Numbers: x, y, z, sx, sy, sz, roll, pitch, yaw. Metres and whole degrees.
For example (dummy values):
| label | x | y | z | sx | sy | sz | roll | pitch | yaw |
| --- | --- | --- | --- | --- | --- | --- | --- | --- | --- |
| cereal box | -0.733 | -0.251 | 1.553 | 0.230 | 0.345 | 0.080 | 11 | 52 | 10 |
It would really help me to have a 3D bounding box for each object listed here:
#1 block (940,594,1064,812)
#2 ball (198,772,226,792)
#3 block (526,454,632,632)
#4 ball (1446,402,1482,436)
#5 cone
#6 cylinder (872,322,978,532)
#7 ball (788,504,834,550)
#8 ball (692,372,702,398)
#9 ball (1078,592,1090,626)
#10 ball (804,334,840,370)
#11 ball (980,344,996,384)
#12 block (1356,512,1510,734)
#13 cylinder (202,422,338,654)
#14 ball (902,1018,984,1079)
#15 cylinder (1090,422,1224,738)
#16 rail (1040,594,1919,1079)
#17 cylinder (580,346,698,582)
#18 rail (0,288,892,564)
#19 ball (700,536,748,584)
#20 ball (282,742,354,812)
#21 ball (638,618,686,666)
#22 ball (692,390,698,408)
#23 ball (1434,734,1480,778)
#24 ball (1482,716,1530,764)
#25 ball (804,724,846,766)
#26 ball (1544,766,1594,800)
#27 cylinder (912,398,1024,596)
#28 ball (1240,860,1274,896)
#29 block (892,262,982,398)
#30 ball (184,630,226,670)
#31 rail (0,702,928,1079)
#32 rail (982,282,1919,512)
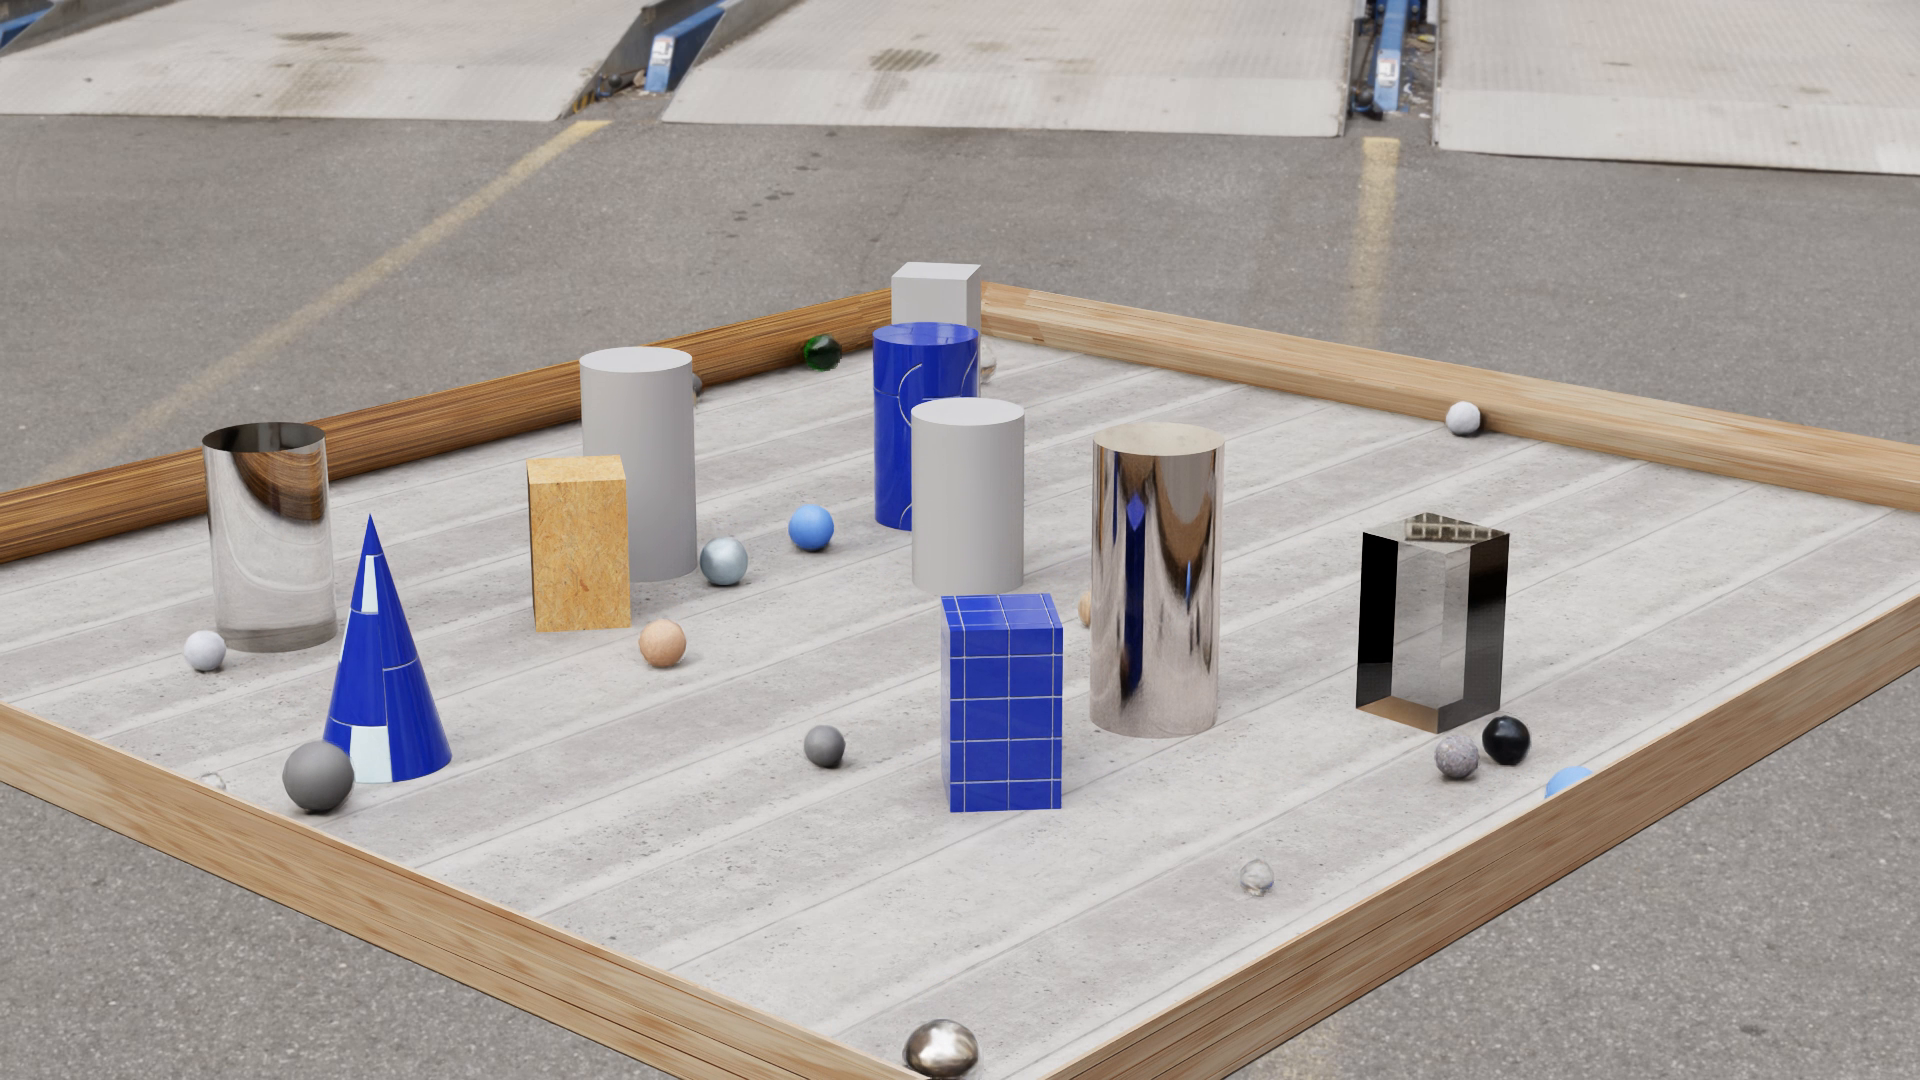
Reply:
| label | x | y | z | sx | sy | sz | roll | pitch | yaw |
| --- | --- | --- | --- | --- | --- | --- | --- | --- | --- |
| block | 0.058 | 0.232 | 4.211 | 0.159 | 0.272 | 0.159 | -1 | 17 | -5 |
| ball | -1.075 | 0.354 | 4.206 | 0.041 | 0.041 | 0.041 | 0 | 17 | 0 |
| block | -0.649 | 0.005 | 4.987 | 0.159 | 0.260 | 0.159 | -3 | 17 | -10 |
| ball | 1.062 | -0.255 | 6.178 | 0.072 | 0.072 | 0.072 | 0 | 17 | 0 |
| cone | -0.857 | 0.143 | 4.315 | 0.199 | 0.384 | 0.199 | 0 | 17 | 0 |
| cylinder | -0.064 | -0.216 | 5.549 | 0.199 | 0.358 | 0.199 | 0 | 17 | 0 |
| ball | -0.274 | -0.023 | 5.385 | 0.084 | 0.084 | 0.084 | 0 | 17 | 0 |
| ball | -0.602 | -0.336 | 6.442 | 0.073 | 0.073 | 0.073 | 0 | 17 | 0 |
| ball | 0.230 | 0.116 | 4.957 | 0.065 | 0.065 | 0.065 | 0 | 17 | 0 |
| ball | -0.317 | -0.432 | 6.745 | 0.082 | 0.082 | 0.082 | 0 | 17 | 0 |
| ball | 0.037 | -0.398 | 6.617 | 0.092 | 0.092 | 0.092 | 0 | 17 | 0 |
| block | 0.730 | 0.126 | 4.535 | 0.159 | 0.288 | 0.159 | -15 | 23 | -41 |
| cylinder | -1.147 | -0.006 | 4.880 | 0.199 | 0.342 | 0.199 | 0 | 17 | 0 |
| ball | -0.020 | 0.591 | 3.331 | 0.093 | 0.093 | 0.093 | 0 | 17 | 0 |
| cylinder | 0.300 | 0.060 | 4.483 | 0.199 | 0.445 | 0.199 | 0 | 17 | 0 |
| rail | 1.062 | 0.298 | 4.237 | 0.045 | 0.129 | 3.192 | 14 | 22 | 39 |
| cylinder | -0.574 | -0.136 | 5.244 | 0.199 | 0.383 | 0.199 | 0 | 17 | 0 |
| rail | -1.062 | -0.234 | 6.003 | 0.045 | 0.129 | 3.192 | 14 | 22 | 39 |
| ball | -0.417 | 0.036 | 5.185 | 0.086 | 0.086 | 0.086 | 0 | 17 | 0 |
| ball | -0.912 | 0.336 | 4.168 | 0.099 | 0.099 | 0.099 | 0 | 17 | 0 |
| ball | -0.483 | 0.167 | 4.767 | 0.077 | 0.077 | 0.077 | 0 | 17 | 0 |
| ball | -0.602 | -0.304 | 6.349 | 0.066 | 0.066 | 0.066 | 0 | 17 | 0 |
| ball | 0.727 | 0.317 | 4.290 | 0.064 | 0.064 | 0.064 | 0 | 17 | 0 |
| ball | 0.810 | 0.296 | 4.350 | 0.071 | 0.071 | 0.071 | 0 | 17 | 0 |
| ball | -0.200 | 0.304 | 4.338 | 0.062 | 0.062 | 0.062 | 0 | 17 | 0 |
| ball | 0.864 | 0.360 | 4.113 | 0.085 | 0.085 | 0.085 | 0 | 17 | 0 |
| cylinder | 0.014 | -0.077 | 5.173 | 0.199 | 0.309 | 0.199 | 0 | 17 | 0 |
| ball | 0.394 | 0.448 | 3.888 | 0.047 | 0.047 | 0.047 | 0 | 17 | 0 |
| block | -0.049 | -0.399 | 6.186 | 0.159 | 0.343 | 0.159 | 3 | 17 | 11 |
| ball | -1.222 | 0.179 | 4.747 | 0.066 | 0.066 | 0.066 | 0 | 17 | 0 |
| rail | -1.031 | 0.375 | 3.983 | 2.861 | 0.129 | 0.045 | 14 | 22 | 39 |
| rail | 1.031 | -0.310 | 6.257 | 2.861 | 0.129 | 0.045 | 14 | 22 | 39 |
